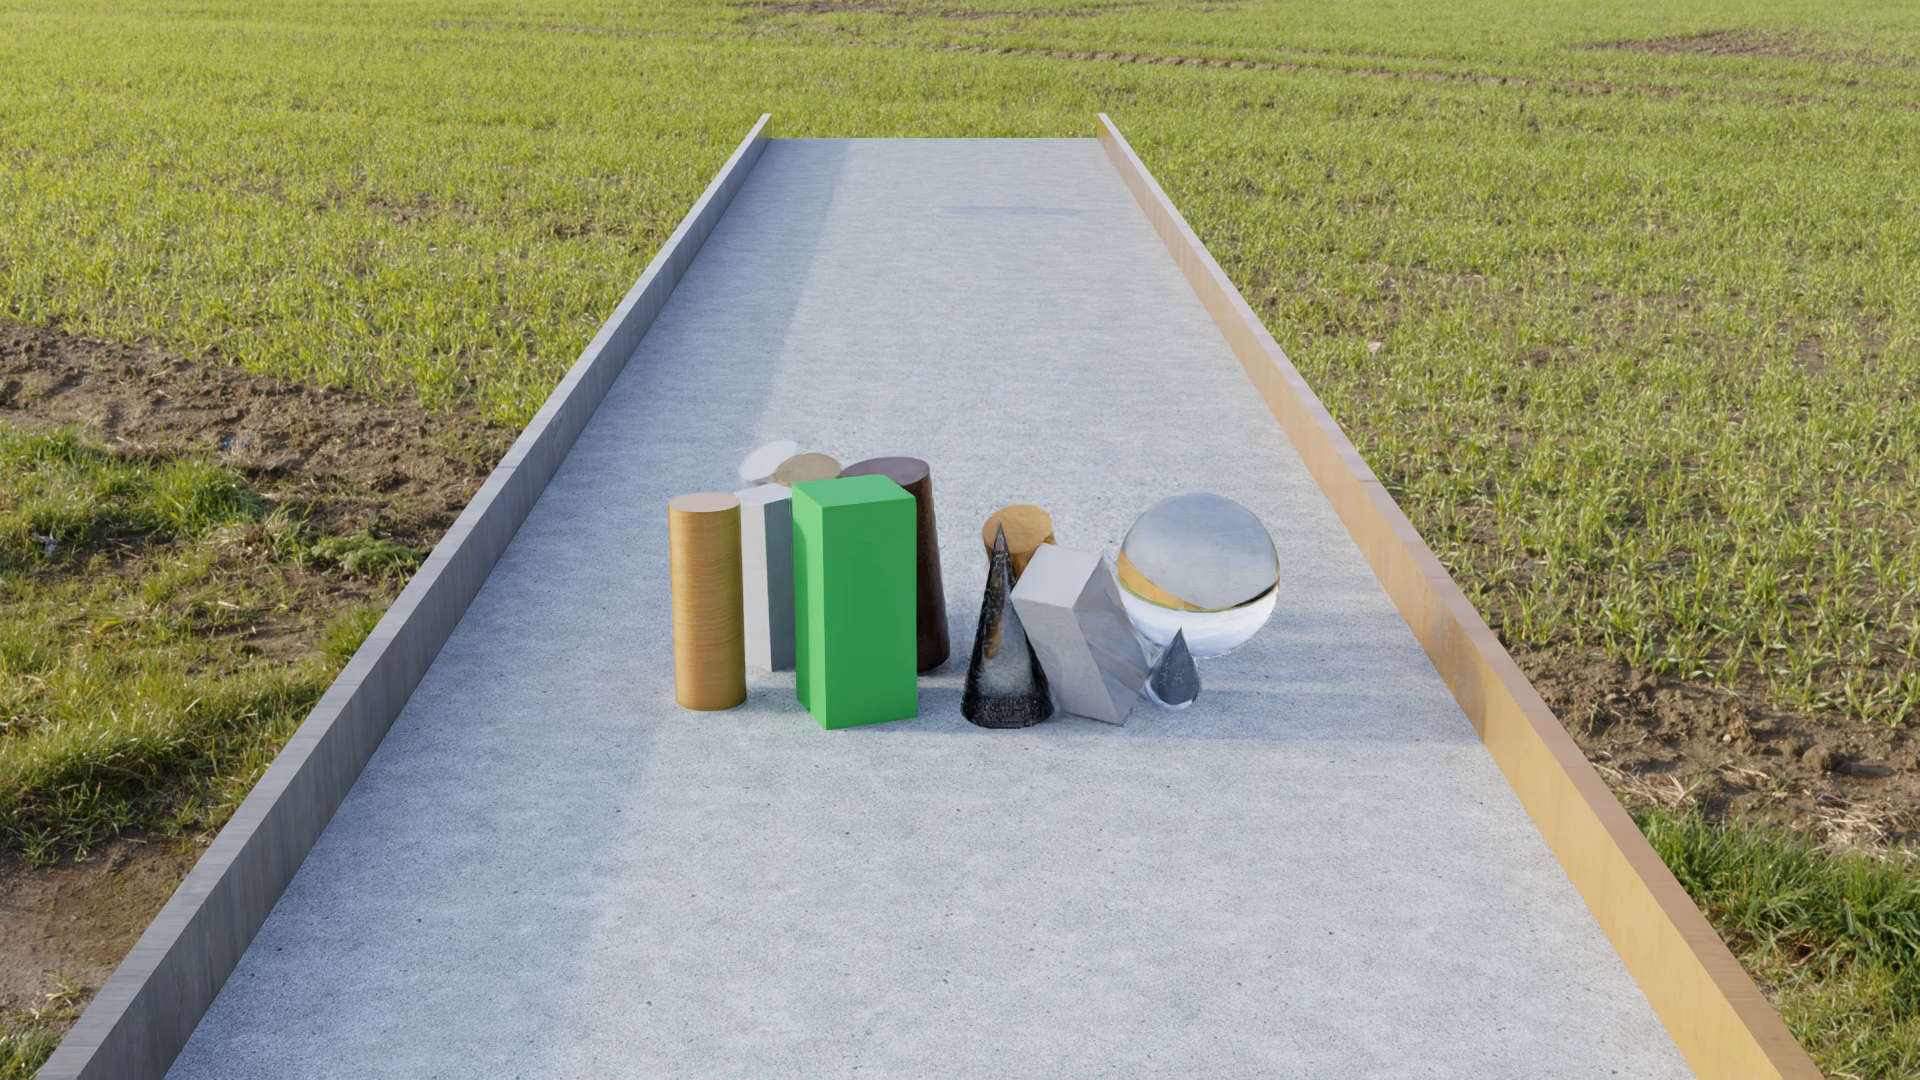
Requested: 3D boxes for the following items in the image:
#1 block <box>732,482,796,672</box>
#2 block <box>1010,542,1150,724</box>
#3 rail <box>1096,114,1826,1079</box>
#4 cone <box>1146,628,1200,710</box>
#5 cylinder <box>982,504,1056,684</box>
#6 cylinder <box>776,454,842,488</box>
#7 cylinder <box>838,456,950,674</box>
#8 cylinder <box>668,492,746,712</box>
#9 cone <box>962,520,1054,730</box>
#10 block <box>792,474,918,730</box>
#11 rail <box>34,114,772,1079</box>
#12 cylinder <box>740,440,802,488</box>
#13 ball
[{"bbox_3d":[-0.373,0.073,4.365,0.105,0.347,0.105,-17,24,-40],"label":"block"},{"bbox_3d":[0.221,0.171,3.984,0.128,0.333,0.128,11,54,32],"label":"block"},{"bbox_3d":[0.932,-0.844,7.801,0.050,0.150,12.000,0,17,-1],"label":"rail"},{"bbox_3d":[0.391,0.211,3.959,0.102,0.102,0.421,1,-17,4],"label":"cone"},{"bbox_3d":[0.139,0.108,4.198,0.131,0.361,0.131,-8,43,7],"label":"cylinder"},{"bbox_3d":[-0.297,0.015,4.492,0.131,0.368,0.131,-2,33,1],"label":"cylinder"},{"bbox_3d":[-0.127,0.051,4.327,0.180,0.393,0.180,-5,23,2],"label":"cylinder"},{"bbox_3d":[-0.476,0.116,4.151,0.135,0.390,0.135,0,17,0],"label":"cylinder"},{"bbox_3d":[0.080,0.139,4.060,0.173,0.384,0.173,-2,22,1],"label":"cone"},{"bbox_3d":[-0.196,0.113,4.099,0.179,0.427,0.179,-6,18,-21],"label":"block"},{"bbox_3d":[-1.118,-0.838,7.780,0.050,0.150,12.000,0,17,-1],"label":"rail"},{"bbox_3d":[-0.313,-0.025,4.622,0.130,0.378,0.130,-21,32,14],"label":"cylinder"},{"bbox_3d":[0.451,0.066,4.163,0.311,0.311,0.311,0,17,0],"label":"ball"}]
